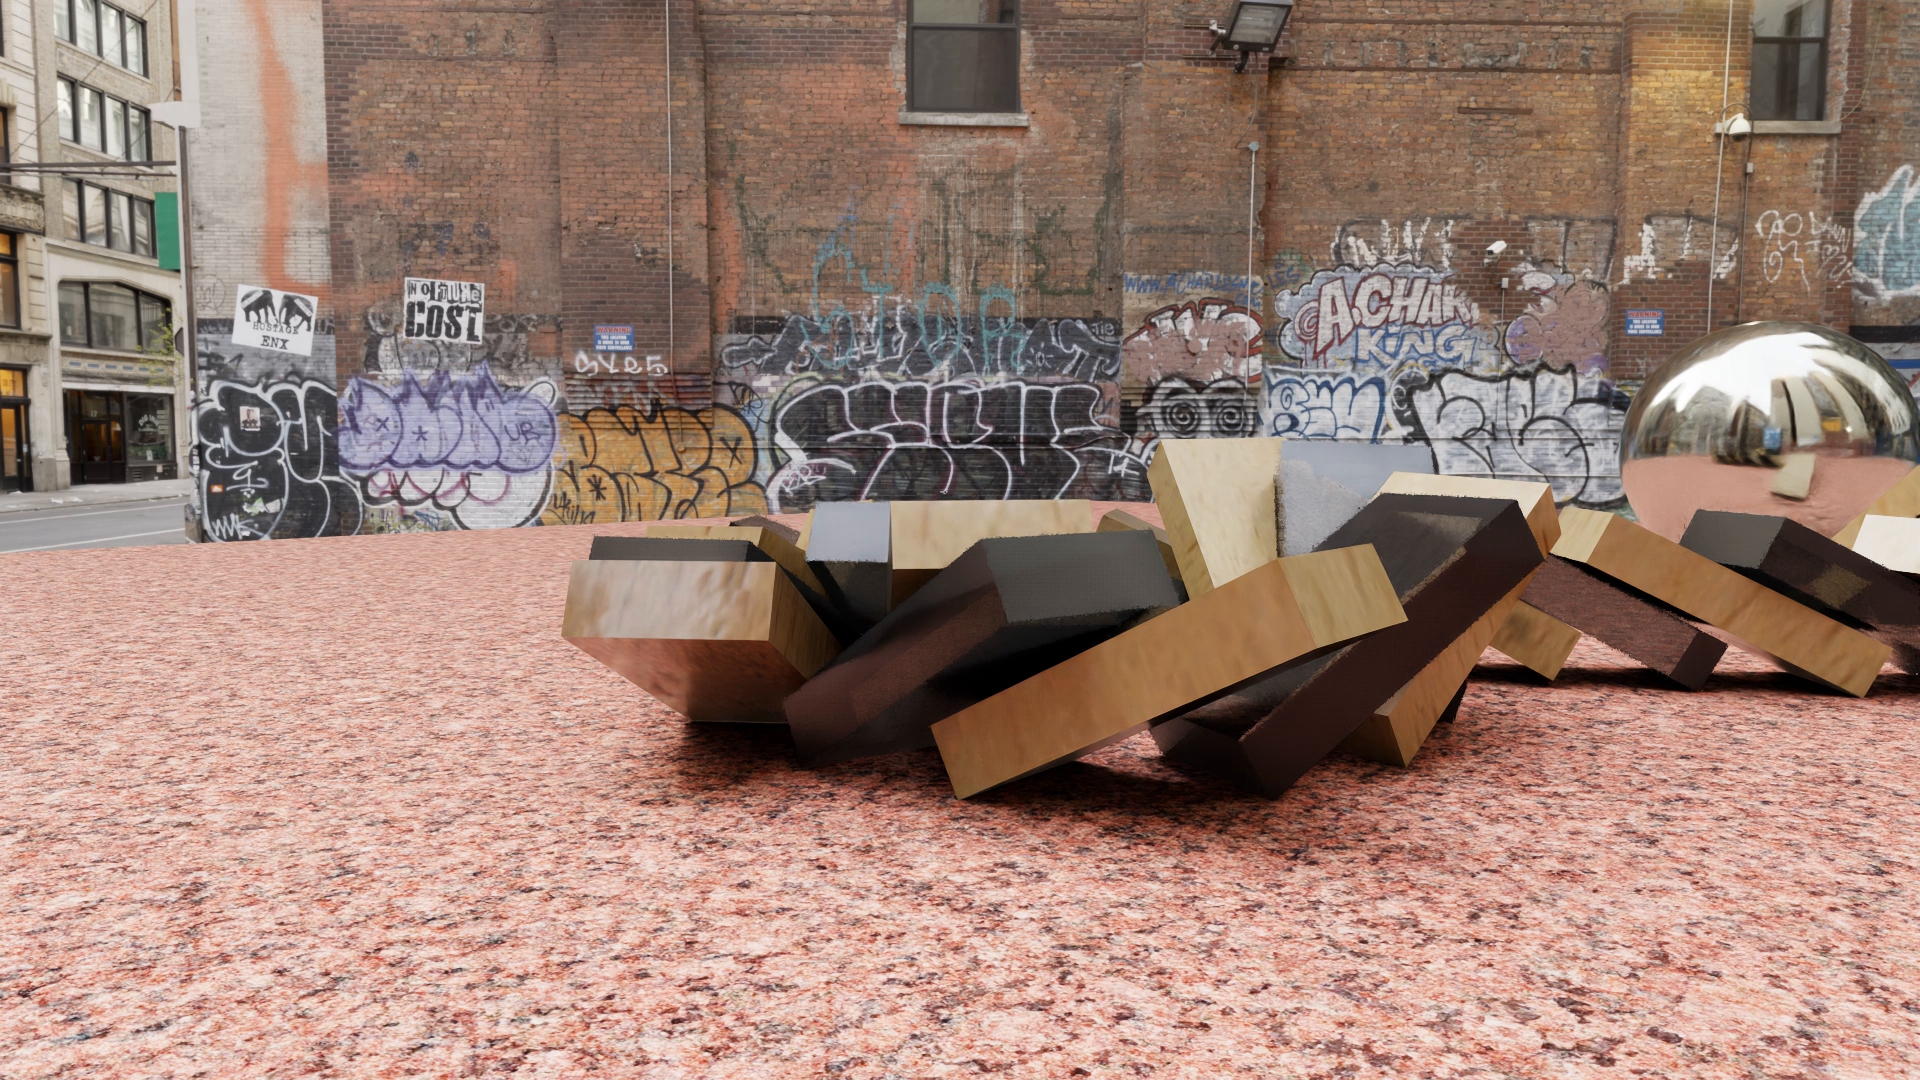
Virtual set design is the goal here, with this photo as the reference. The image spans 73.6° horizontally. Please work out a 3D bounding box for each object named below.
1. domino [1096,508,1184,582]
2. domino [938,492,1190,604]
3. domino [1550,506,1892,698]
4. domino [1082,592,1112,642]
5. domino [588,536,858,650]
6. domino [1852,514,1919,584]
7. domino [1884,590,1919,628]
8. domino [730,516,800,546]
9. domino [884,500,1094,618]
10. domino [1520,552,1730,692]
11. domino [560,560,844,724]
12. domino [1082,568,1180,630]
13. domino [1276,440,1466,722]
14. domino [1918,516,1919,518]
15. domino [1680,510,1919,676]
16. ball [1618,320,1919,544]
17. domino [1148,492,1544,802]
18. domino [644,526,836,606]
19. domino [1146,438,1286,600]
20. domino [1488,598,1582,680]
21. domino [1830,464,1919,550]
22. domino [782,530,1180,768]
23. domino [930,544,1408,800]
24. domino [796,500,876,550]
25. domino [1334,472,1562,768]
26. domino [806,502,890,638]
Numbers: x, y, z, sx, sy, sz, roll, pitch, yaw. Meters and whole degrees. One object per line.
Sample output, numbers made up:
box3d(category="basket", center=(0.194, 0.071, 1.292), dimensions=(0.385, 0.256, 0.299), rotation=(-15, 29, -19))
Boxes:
box3d(category="domino", center=(0.050, 0.009, 0.253), dimensions=(0.050, 0.010, 0.025), rotation=(25, 9, 10))
box3d(category="domino", center=(0.017, 0.007, 0.236), dimensions=(0.050, 0.010, 0.025), rotation=(20, -14, 1))
box3d(category="domino", center=(0.133, 0.010, 0.229), dimensions=(0.050, 0.010, 0.025), rotation=(27, 7, 5))
box3d(category="domino", center=(0.005, 0.009, 0.267), dimensions=(0.050, 0.010, 0.025), rotation=(23, 9, 10))
box3d(category="domino", center=(-0.034, 0.013, 0.200), dimensions=(0.025, 0.009, 0.050), rotation=(2, -20, 19))
box3d(category="domino", center=(0.181, 0.011, 0.220), dimensions=(0.050, 0.010, 0.025), rotation=(25, -3, -21))
box3d(category="domino", center=(0.232, 0.003, 0.280), dimensions=(0.025, 0.010, 0.050), rotation=(-1, -33, -5))
box3d(category="domino", center=(-0.023, 0.009, 0.263), dimensions=(0.050, 0.010, 0.025), rotation=(22, 5, 2))
box3d(category="domino", center=(0.002, 0.011, 0.180), dimensions=(0.025, 0.010, 0.050), rotation=(-1, -29, -5))
box3d(category="domino", center=(0.110, 0.009, 0.235), dimensions=(0.050, 0.010, 0.025), rotation=(29, 10, 10))
box3d(category="domino", center=(-0.031, 0.015, 0.174), dimensions=(0.025, 0.010, 0.050), rotation=(1, -19, 7))
box3d(category="domino", center=(0.029, 0.008, 0.264), dimensions=(0.050, 0.010, 0.025), rotation=(25, 9, 9))
box3d(category="domino", center=(0.066, 0.005, 0.210), dimensions=(0.025, 0.050, 0.010), rotation=(3, -40, 8))
box3d(category="domino", center=(0.231, 0.001, 0.296), dimensions=(0.025, 0.009, 0.050), rotation=(0, -33, -6))
box3d(category="domino", center=(0.156, 0.010, 0.224), dimensions=(0.050, 0.009, 0.025), rotation=(26, 4, -3))
box3d(category="ball", center=(0.247, -0.027, 0.395), dimensions=(0.080, 0.080, 0.080), rotation=(0, 4, 0))
box3d(category="domino", center=(0.050, 0.012, 0.170), dimensions=(0.050, 0.010, 0.025), rotation=(-37, 16, -16))
box3d(category="domino", center=(-0.030, 0.011, 0.225), dimensions=(0.025, 0.010, 0.050), rotation=(1, -20, 32))
box3d(category="domino", center=(0.052, 0.004, 0.224), dimensions=(0.025, 0.050, 0.010), rotation=(-2, -38, -14))
box3d(category="domino", center=(0.089, 0.008, 0.241), dimensions=(0.050, 0.009, 0.025), rotation=(31, 10, 16))
box3d(category="domino", center=(0.229, 0.000, 0.311), dimensions=(0.025, 0.010, 0.050), rotation=(0, -33, -6))
box3d(category="domino", center=(0.001, 0.014, 0.159), dimensions=(0.025, 0.010, 0.050), rotation=(-3, -24, -36))
box3d(category="domino", center=(0.023, 0.016, 0.149), dimensions=(0.050, 0.009, 0.025), rotation=(-31, -16, 36))
box3d(category="domino", center=(-0.002, 0.009, 0.229), dimensions=(0.050, 0.010, 0.025), rotation=(28, -16, -26))
box3d(category="domino", center=(0.064, 0.009, 0.187), dimensions=(0.025, 0.009, 0.050), rotation=(9, 45, 48))
box3d(category="domino", center=(-0.004, 0.010, 0.202), dimensions=(0.025, 0.010, 0.050), rotation=(1, -27, 13))
